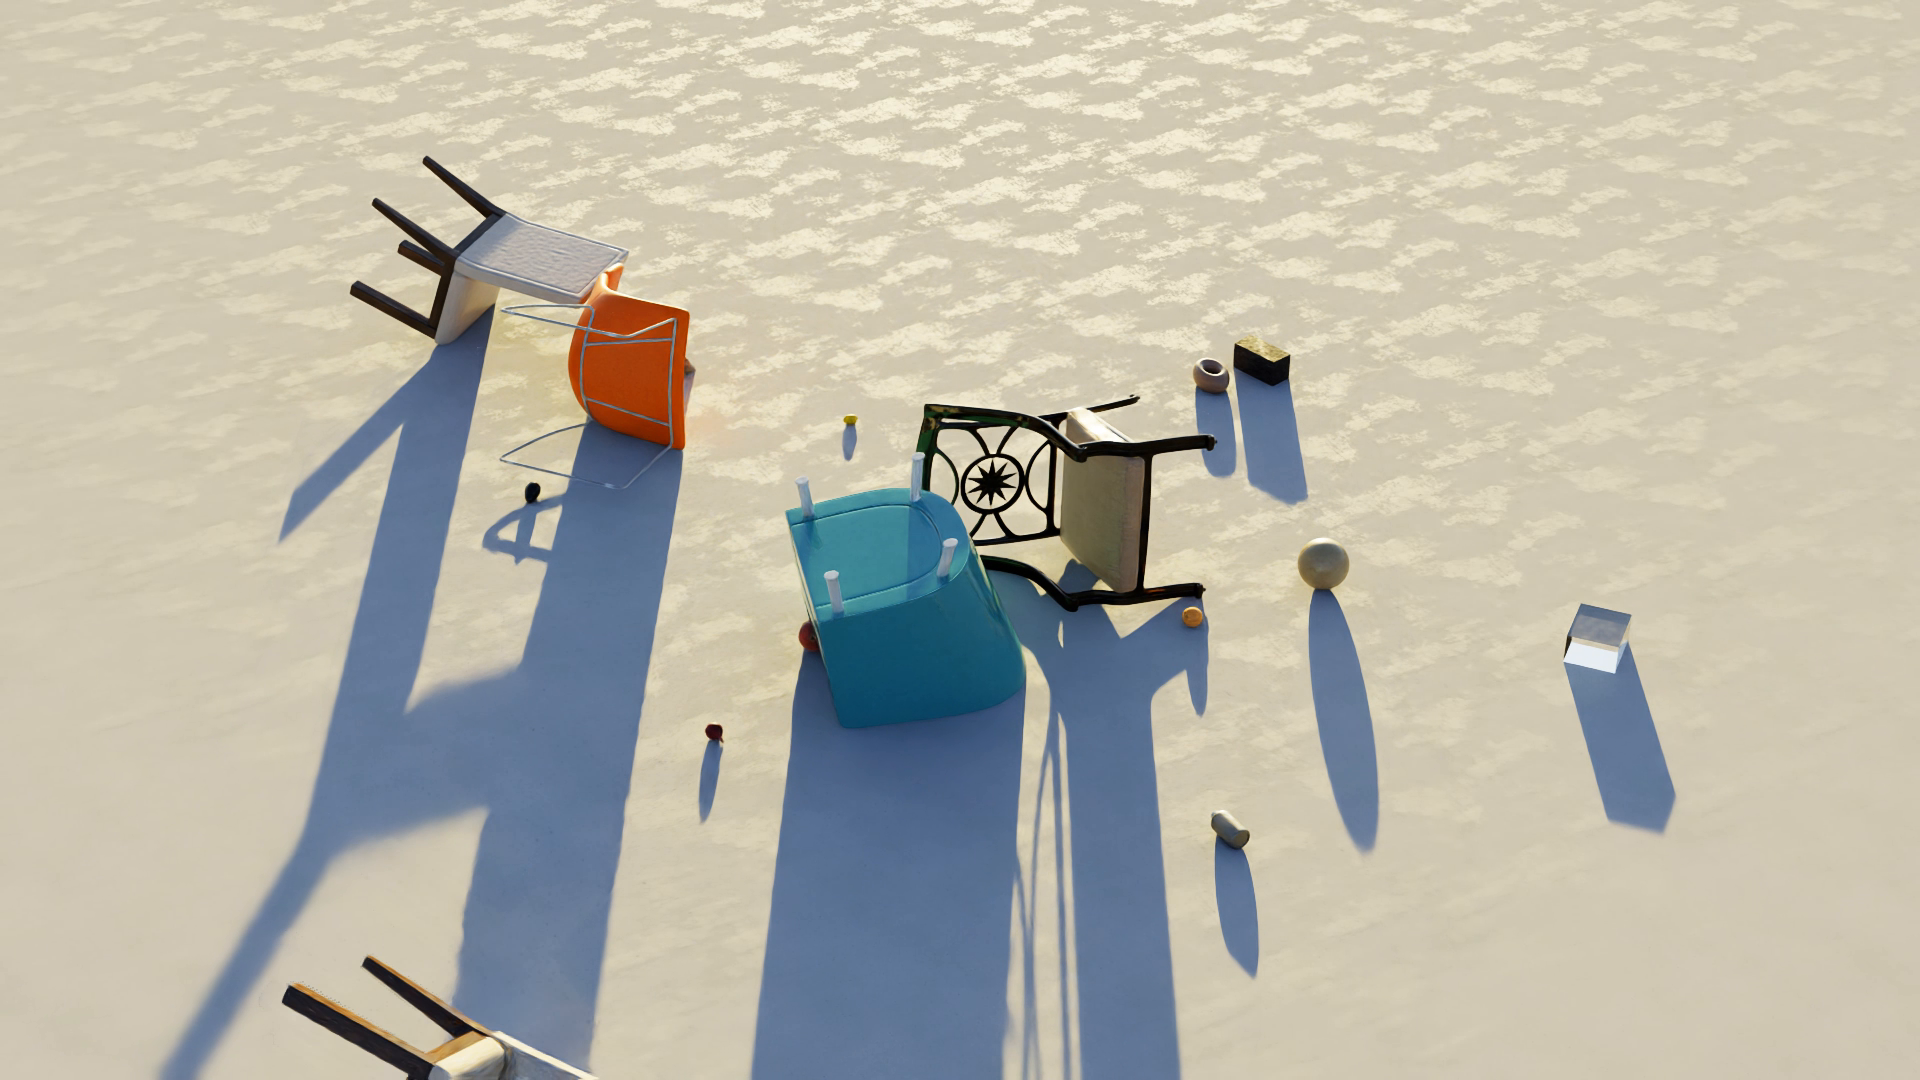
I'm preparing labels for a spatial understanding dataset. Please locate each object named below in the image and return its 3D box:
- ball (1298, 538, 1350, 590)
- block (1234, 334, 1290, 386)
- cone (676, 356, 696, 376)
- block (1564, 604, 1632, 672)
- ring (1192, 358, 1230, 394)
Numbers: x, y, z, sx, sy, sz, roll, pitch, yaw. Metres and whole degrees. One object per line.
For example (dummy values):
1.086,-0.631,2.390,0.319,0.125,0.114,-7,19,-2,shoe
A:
1.320,0.087,10.641,0.189,0.189,0.189,0,33,0,ball
1.230,-0.732,11.953,0.100,0.113,0.218,-27,42,-34,block
-1.106,-0.703,11.979,0.071,0.079,0.097,12,12,-43,cone
2.245,0.345,10.320,0.182,0.111,0.217,13,36,19,block
1.017,-0.665,11.879,0.140,0.082,0.199,-9,36,-17,ring
